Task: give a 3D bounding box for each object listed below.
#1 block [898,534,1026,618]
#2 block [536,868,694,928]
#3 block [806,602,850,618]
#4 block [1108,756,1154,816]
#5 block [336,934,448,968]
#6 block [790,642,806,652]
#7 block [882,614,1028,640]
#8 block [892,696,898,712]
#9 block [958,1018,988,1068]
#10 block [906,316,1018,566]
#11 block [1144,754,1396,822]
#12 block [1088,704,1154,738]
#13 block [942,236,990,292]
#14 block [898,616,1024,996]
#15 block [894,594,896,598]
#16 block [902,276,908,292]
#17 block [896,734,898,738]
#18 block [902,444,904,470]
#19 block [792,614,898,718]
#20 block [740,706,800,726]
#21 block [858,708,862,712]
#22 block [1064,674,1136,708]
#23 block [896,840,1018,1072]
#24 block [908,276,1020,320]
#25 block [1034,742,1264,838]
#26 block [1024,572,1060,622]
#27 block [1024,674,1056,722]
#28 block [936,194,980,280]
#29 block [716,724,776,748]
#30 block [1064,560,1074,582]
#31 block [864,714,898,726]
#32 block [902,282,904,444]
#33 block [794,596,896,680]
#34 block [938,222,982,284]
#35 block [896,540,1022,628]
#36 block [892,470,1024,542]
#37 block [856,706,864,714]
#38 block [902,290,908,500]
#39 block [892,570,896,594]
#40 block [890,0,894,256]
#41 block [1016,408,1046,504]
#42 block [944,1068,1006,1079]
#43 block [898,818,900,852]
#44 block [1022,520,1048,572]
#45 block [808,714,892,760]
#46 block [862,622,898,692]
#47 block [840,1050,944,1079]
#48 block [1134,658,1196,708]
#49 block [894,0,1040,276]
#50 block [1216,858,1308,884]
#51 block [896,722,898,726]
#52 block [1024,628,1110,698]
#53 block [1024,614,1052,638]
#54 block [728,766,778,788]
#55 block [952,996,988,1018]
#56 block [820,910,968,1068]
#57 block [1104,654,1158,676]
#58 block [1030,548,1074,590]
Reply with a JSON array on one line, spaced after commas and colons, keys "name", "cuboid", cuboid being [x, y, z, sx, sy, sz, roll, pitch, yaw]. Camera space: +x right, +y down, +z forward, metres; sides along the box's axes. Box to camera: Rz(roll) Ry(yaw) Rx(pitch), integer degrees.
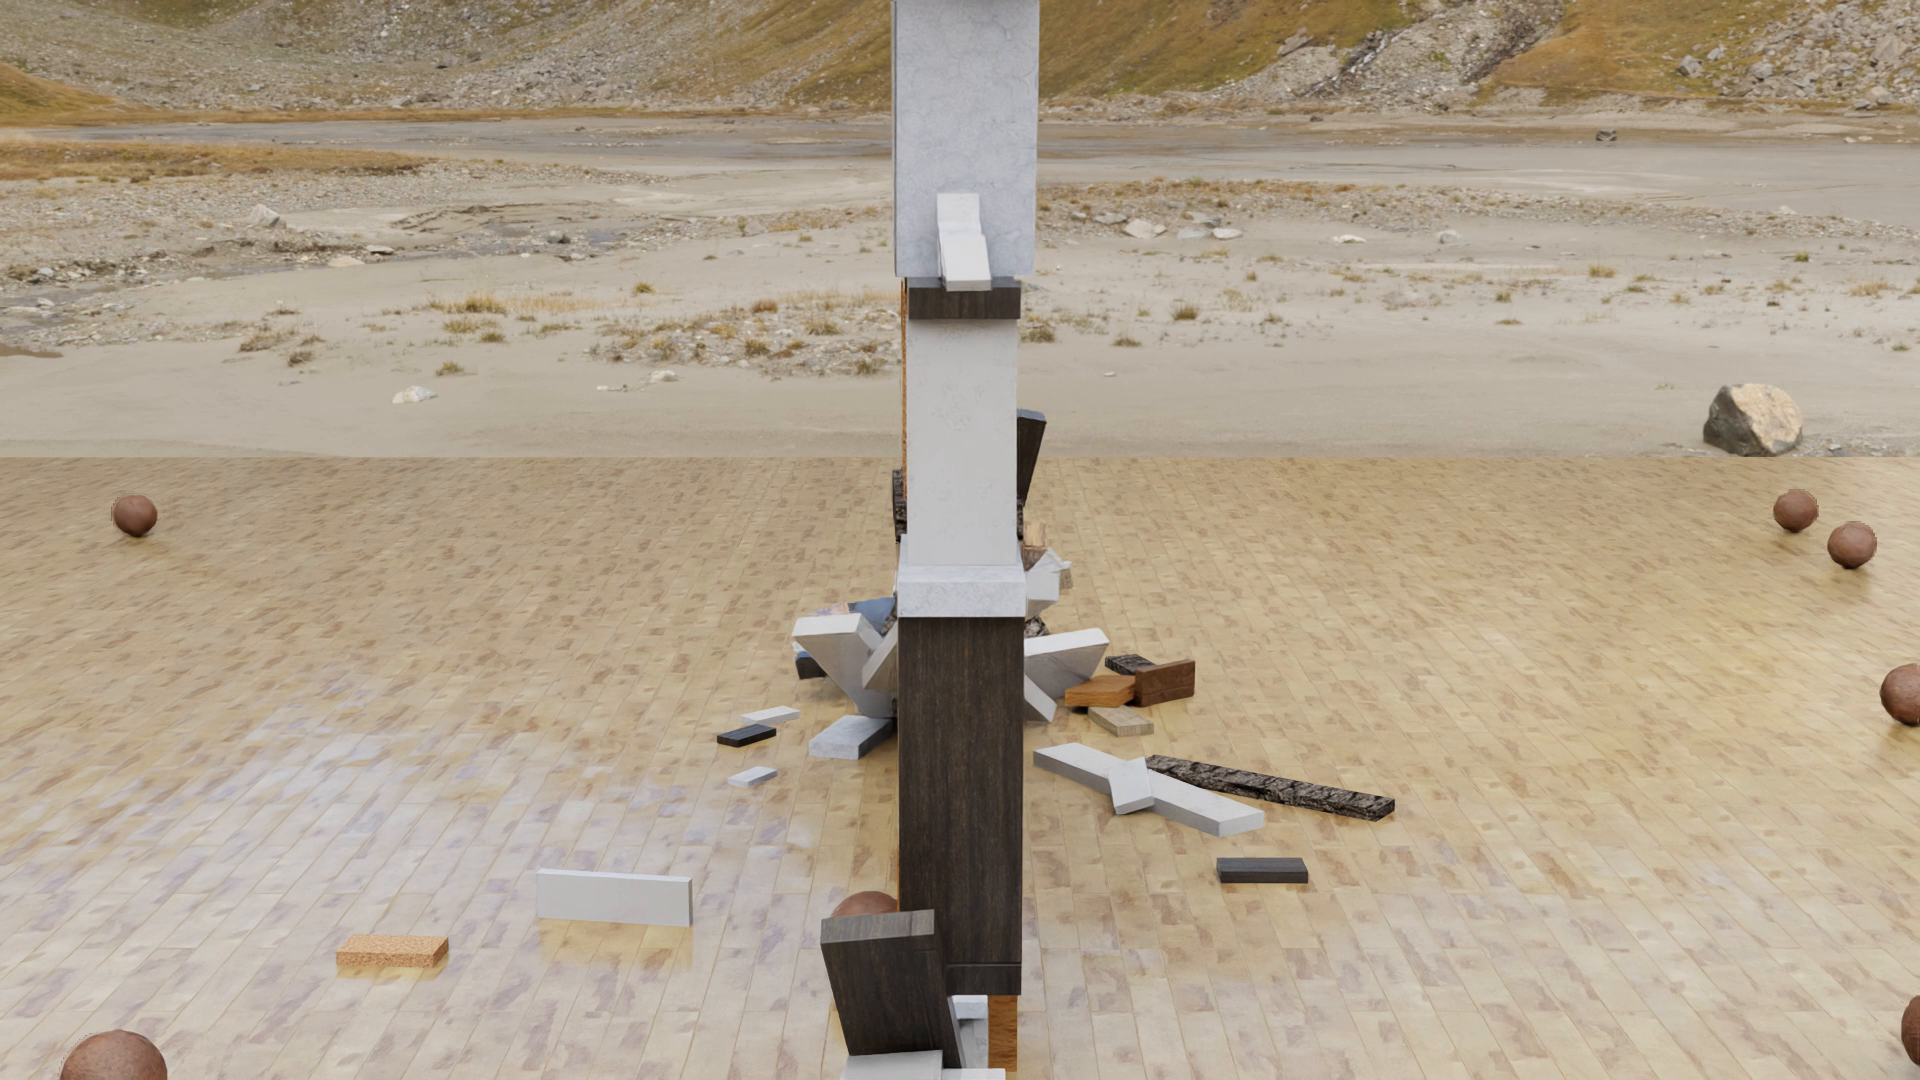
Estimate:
[{"name": "block", "cuboid": [0.000, 0.042, 2.790, 0.154, 0.044, 0.308, 0, 11, -1]}, {"name": "block", "cuboid": [-0.556, 0.576, 3.540, 0.254, 0.076, 0.021, 2, 11, 10]}, {"name": "block", "cuboid": [-0.295, 0.193, 5.015, 0.096, 0.027, 0.193, -14, 15, -3]}, {"name": "block", "cuboid": [0.322, 0.463, 4.144, 0.073, 0.021, 0.147, -18, 23, 6]}, {"name": "block", "cuboid": [-0.873, 0.632, 3.384, 0.151, 0.021, 0.076, 1, 11, 5]}, {"name": "block", "cuboid": [-0.324, 0.234, 4.867, 0.096, 0.014, 0.048, -4, 8, -10]}, {"name": "block", "cuboid": [0.012, 0.240, 4.929, 0.341, 0.047, 0.165, 6, 23, -28]}, {"name": "block", "cuboid": [-0.055, 0.315, 4.405, 0.096, 0.027, 0.193, -1, -13, -25]}, {"name": "block", "cuboid": [-0.003, 0.672, 2.807, 0.077, 0.154, 0.022, 1, 11, 5]}, {"name": "block", "cuboid": [0.002, -0.123, 2.720, 0.135, 0.307, 0.038, 0, 10, -1]}, {"name": "block", "cuboid": [0.579, 0.474, 4.227, 0.517, 0.024, 0.083, 7, 13, 35]}, {"name": "block", "cuboid": [0.343, 0.386, 4.703, 0.083, 0.024, 0.166, -4, 11, -18]}, {"name": "block", "cuboid": [0.007, -0.336, 2.672, 0.053, 0.015, 0.105, -1, 38, -3]}, {"name": "block", "cuboid": [0.001, 0.327, 2.749, 0.154, 0.500, 0.044, 0, 13, 0]}, {"name": "block", "cuboid": [-0.076, 0.166, 5.056, 0.166, 0.083, 0.024, 8, 31, 44]}, {"name": "block", "cuboid": [-0.008, -0.373, 3.051, 0.140, 0.040, 0.281, -1, 10, -2]}, {"name": "block", "cuboid": [-0.071, 0.403, 4.574, 0.111, 0.016, 0.055, -3, -13, -19]}, {"name": "block", "cuboid": [-0.006, -0.053, 3.320, 0.161, 0.321, 0.046, 1, -29, -4]}, {"name": "block", "cuboid": [-0.195, 0.261, 4.514, 0.153, 0.043, 0.322, -5, -37, 30]}, {"name": "block", "cuboid": [-0.410, 0.381, 4.746, 0.118, 0.017, 0.059, -10, 14, -42]}, {"name": "block", "cuboid": [-0.109, 0.352, 4.751, 0.214, 0.030, 0.107, 1, -9, -9]}, {"name": "block", "cuboid": [0.329, 0.334, 4.882, 0.118, 0.033, 0.236, 0, 5, 22]}, {"name": "block", "cuboid": [-0.003, 0.557, 2.965, 0.161, 0.322, 0.046, 0, 11, 0]}, {"name": "block", "cuboid": [0.002, -0.310, 2.777, 0.135, 0.038, 0.270, 0, 11, -2]}, {"name": "block", "cuboid": [0.351, 0.474, 4.213, 0.107, 0.030, 0.563, -7, 13, -34]}, {"name": "block", "cuboid": [0.037, 0.118, 3.976, 0.175, 0.050, 0.350, 4, -15, -17]}, {"name": "block", "cuboid": [0.065, 0.297, 4.636, 0.153, 0.043, 0.307, 4, -25, 34]}, {"name": "block", "cuboid": [-0.002, -0.382, 2.771, 0.053, 0.105, 0.015, -1, -5, -4]}, {"name": "block", "cuboid": [-0.446, 0.409, 4.598, 0.059, 0.017, 0.118, 8, 13, 37]}, {"name": "block", "cuboid": [-0.001, 0.184, 5.192, 0.177, 0.050, 0.695, 5, 22, 38]}, {"name": "block", "cuboid": [-0.139, 0.378, 4.680, 0.118, 0.017, 0.059, 2, -24, 10]}, {"name": "block", "cuboid": [-0.013, -0.232, 3.171, 0.140, 0.281, 0.040, 0, 10, -2]}, {"name": "block", "cuboid": [-0.248, 0.220, 5.026, 0.177, 0.050, 0.355, -9, 16, 12]}, {"name": "block", "cuboid": [0.002, -0.356, 2.722, 0.053, 0.015, 0.105, -1, 45, -4]}, {"name": "block", "cuboid": [0.000, 0.160, 3.031, 0.170, 0.340, 0.048, 0, 14, 1]}, {"name": "block", "cuboid": [-0.008, -0.052, 3.104, 0.170, 0.048, 0.340, 0, 10, -2]}, {"name": "block", "cuboid": [-0.180, 0.331, 5.002, 0.082, 0.023, 0.406, 0, 11, 2]}, {"name": "block", "cuboid": [-0.007, -0.198, 2.985, 0.140, 0.281, 0.040, 0, 10, -2]}, {"name": "block", "cuboid": [-0.033, 0.136, 4.275, 0.149, 0.042, 0.297, -8, -29, 5]}, {"name": "block", "cuboid": [-0.006, -0.570, 3.026, 0.177, 0.354, 0.050, -1, 17, -2]}, {"name": "block", "cuboid": [0.049, -0.102, 4.029, 0.148, 0.297, 0.042, 9, 24, -11]}, {"name": "block", "cuboid": [-0.013, 0.692, 2.567, 0.135, 0.038, 0.271, 0, 11, 0]}, {"name": "block", "cuboid": [-0.002, 0.356, 3.036, 0.161, 0.046, 0.322, 0, 11, 0]}, {"name": "block", "cuboid": [0.031, 0.033, 3.840, 0.175, 0.050, 0.350, 2, -14, -9]}, {"name": "block", "cuboid": [-0.225, 0.408, 4.565, 0.107, 0.030, 0.214, 3, 11, 17]}, {"name": "block", "cuboid": [-0.047, 0.174, 4.254, 0.149, 0.042, 0.477, 5, -30, -20]}, {"name": "block", "cuboid": [-0.078, 0.628, 2.550, 0.115, 0.033, 0.229, -4, -5, 0]}, {"name": "block", "cuboid": [0.457, 0.319, 4.902, 0.164, 0.082, 0.023, -8, 16, -38]}, {"name": "block", "cuboid": [0.007, -0.519, 2.782, 0.177, 0.366, 0.050, -1, 19, -4]}, {"name": "block", "cuboid": [0.515, 0.564, 3.753, 0.147, 0.021, 0.073, 0, 11, 0]}, {"name": "block", "cuboid": [-0.044, 0.359, 4.486, 0.096, 0.027, 0.333, -3, -12, -16]}, {"name": "block", "cuboid": [0.159, 0.287, 4.854, 0.330, 0.165, 0.047, -7, 48, -33]}, {"name": "block", "cuboid": [0.123, 0.191, 5.114, 0.118, 0.236, 0.033, -32, 0, -25]}, {"name": "block", "cuboid": [-0.405, 0.464, 4.308, 0.048, 0.014, 0.096, 7, 12, 32]}, {"name": "block", "cuboid": [-0.003, 0.577, 2.838, 0.077, 0.022, 0.154, 0, 11, 1]}, {"name": "block", "cuboid": [-0.072, 0.593, 2.676, 0.133, 0.373, 0.038, -6, 39, 5]}, {"name": "block", "cuboid": [0.410, 0.300, 5.167, 0.082, 0.023, 0.164, -4, 11, -19]}, {"name": "block", "cuboid": [0.073, 0.103, 5.239, 0.355, 0.050, 0.177, -12, 18, -10]}]
